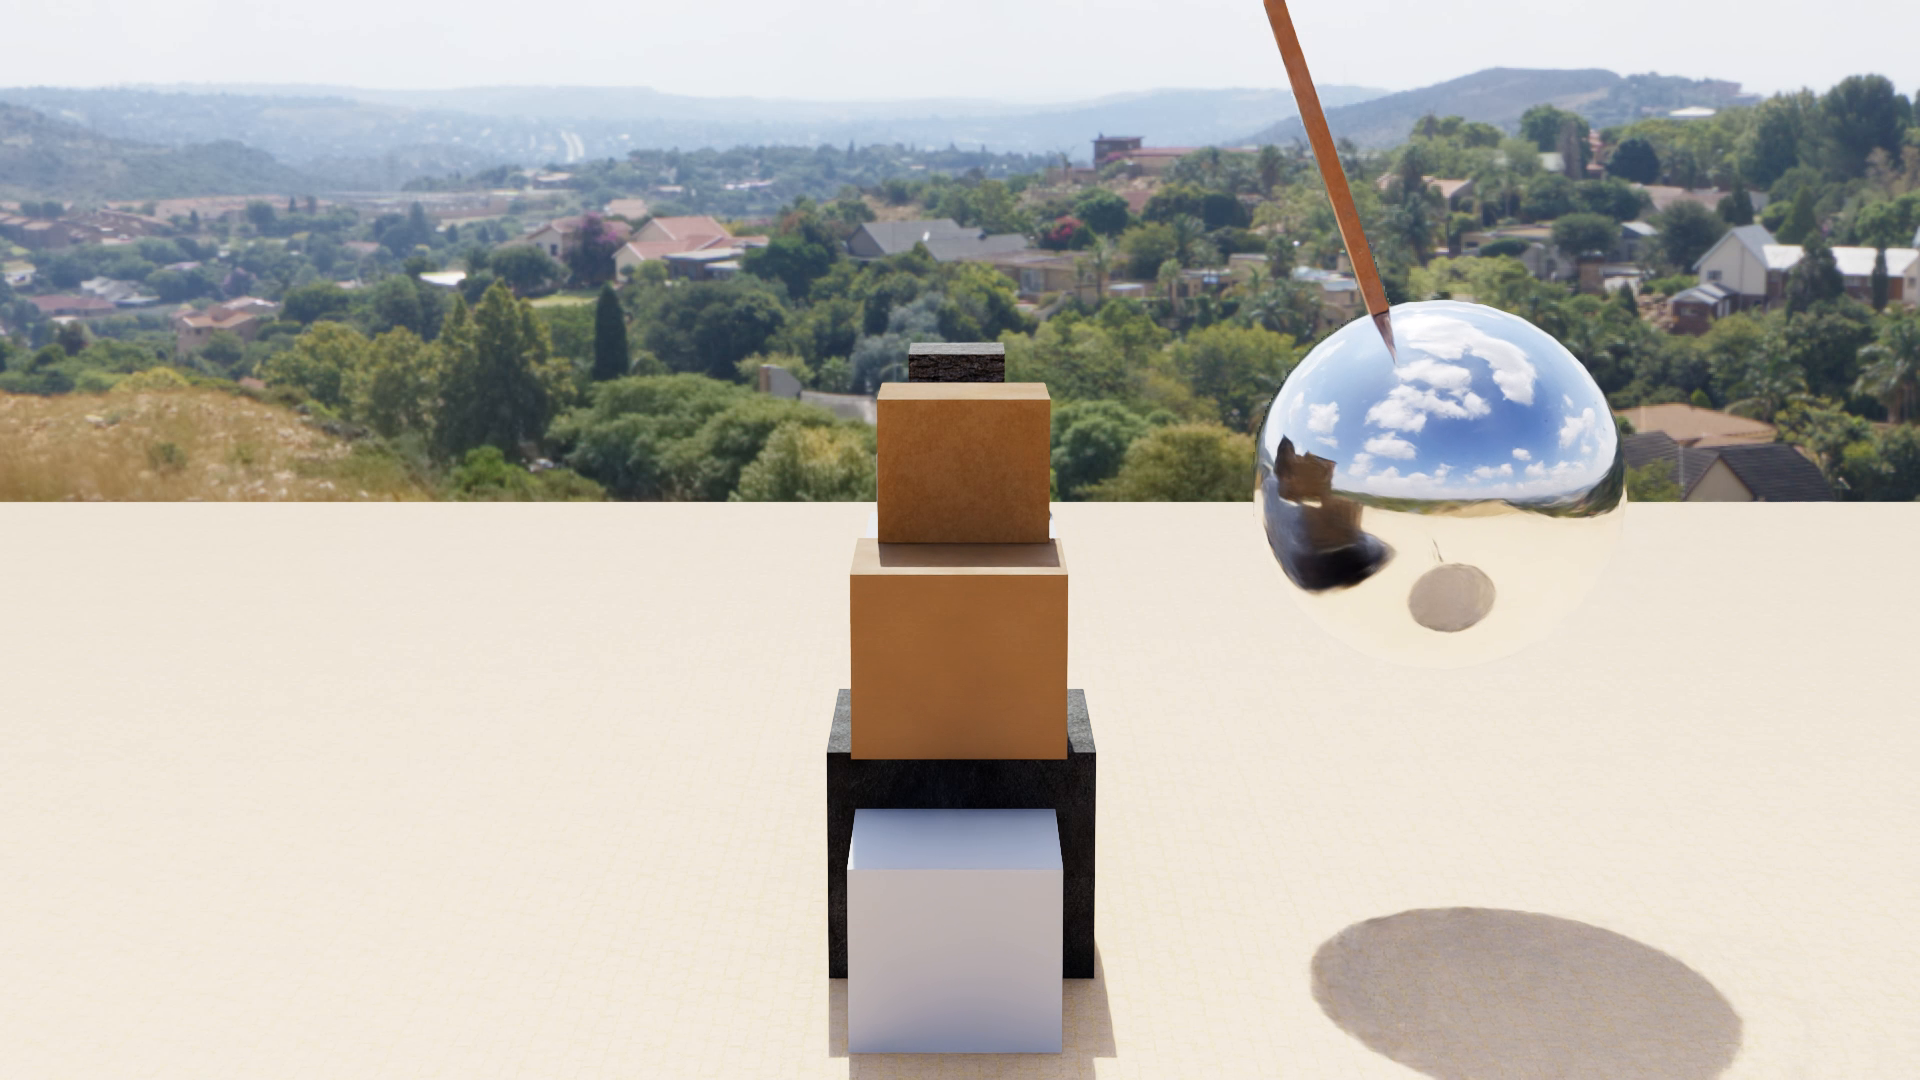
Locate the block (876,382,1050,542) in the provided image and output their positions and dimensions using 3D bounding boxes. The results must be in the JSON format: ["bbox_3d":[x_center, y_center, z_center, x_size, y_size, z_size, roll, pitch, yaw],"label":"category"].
[{"bbox_3d":[0.015,-0.330,10.636,0.693,0.579,0.694,0,9,0],"label":"block"}]

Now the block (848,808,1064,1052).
[{"bbox_3d":[-0.017,1.453,9.636,0.774,0.694,0.768,0,10,0],"label":"block"}]

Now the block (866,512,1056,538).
[{"bbox_3d":[0.004,0.306,11.477,0.832,0.751,0.757,0,10,0],"label":"block"}]

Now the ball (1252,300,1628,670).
[{"bbox_3d":[2.074,-0.239,11.137,1.600,1.600,1.600,0,10,0],"label":"ball"}]

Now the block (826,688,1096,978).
[{"bbox_3d":[0.005,1.179,10.518,1.045,0.917,1.046,0,10,0],"label":"block"}]

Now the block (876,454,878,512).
[{"bbox_3d":[0.014,-0.080,12.231,0.792,0.801,0.858,0,12,0],"label":"block"}]

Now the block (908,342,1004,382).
[{"bbox_3d":[-0.014,-0.628,11.682,0.427,0.491,0.436,0,11,0],"label":"block"}]

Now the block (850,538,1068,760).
[{"bbox_3d":[-0.003,0.415,10.140,0.827,0.720,0.775,0,10,0],"label":"block"}]

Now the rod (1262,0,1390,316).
[{"bbox_3d":[0.899,-3.378,10.566,0.080,5.200,0.080,-20,10,4],"label":"rod"}]
